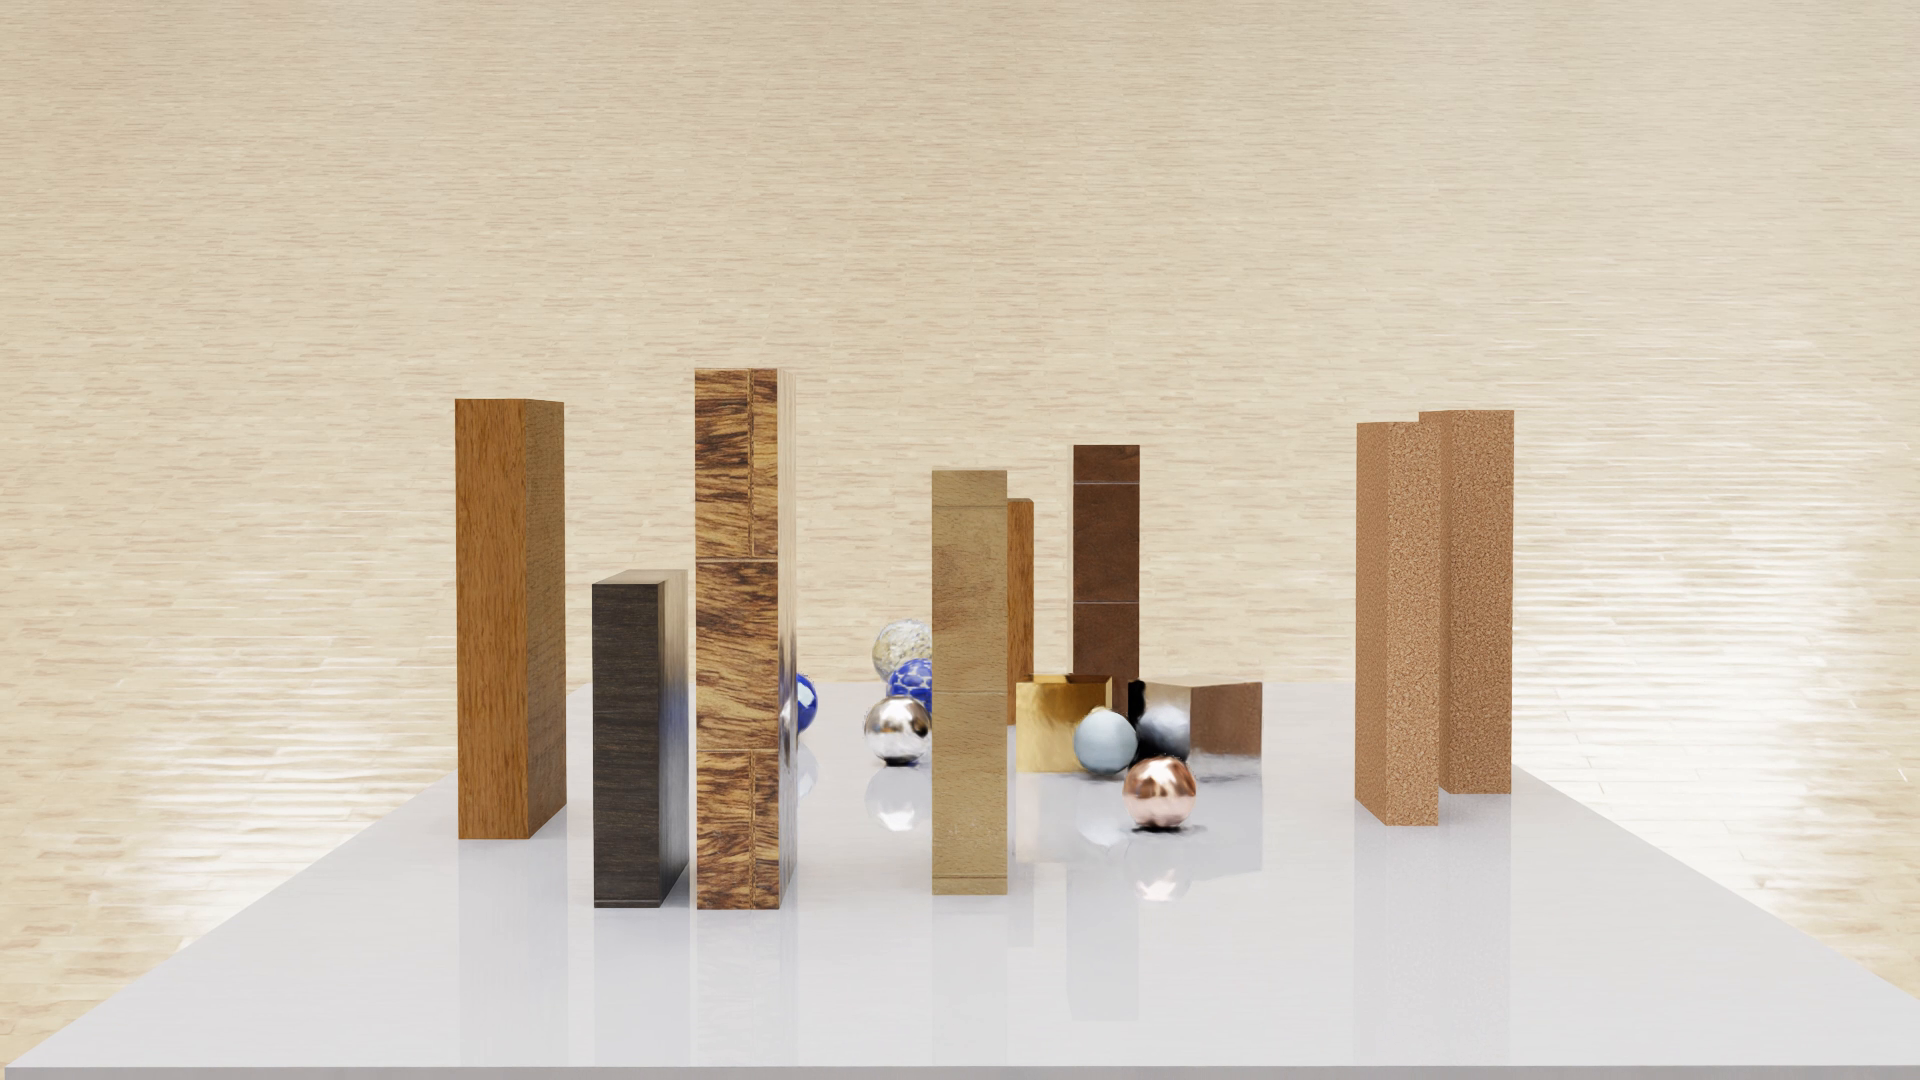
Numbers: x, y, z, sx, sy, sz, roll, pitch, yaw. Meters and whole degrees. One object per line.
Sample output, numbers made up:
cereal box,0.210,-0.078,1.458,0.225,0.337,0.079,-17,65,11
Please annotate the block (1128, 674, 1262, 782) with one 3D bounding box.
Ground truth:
block,0.432,0.346,4.741,0.174,0.174,0.174,-2,3,-36

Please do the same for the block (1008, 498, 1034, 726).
block,0.112,0.152,5.742,0.095,0.483,0.365,0,2,0

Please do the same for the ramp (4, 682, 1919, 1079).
ramp,0.054,0.491,4.542,2.000,0.100,4.000,0,2,0

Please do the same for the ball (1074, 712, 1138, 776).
ball,0.266,0.371,4.701,0.117,0.117,0.117,0,24,0

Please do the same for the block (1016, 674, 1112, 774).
block,0.197,0.345,4.851,0.167,0.167,0.167,0,2,7

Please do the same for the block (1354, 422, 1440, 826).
block,0.722,0.128,4.265,0.083,0.646,0.326,0,2,0

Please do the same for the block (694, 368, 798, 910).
block,-0.292,0.123,3.569,0.108,0.711,0.392,0,2,0

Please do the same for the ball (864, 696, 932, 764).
ball,-0.117,0.361,4.900,0.132,0.132,0.132,0,24,0

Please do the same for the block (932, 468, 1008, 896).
block,0.013,0.186,3.695,0.102,0.576,0.424,0,2,0

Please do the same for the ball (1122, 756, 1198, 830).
ball,0.316,0.400,4.078,0.118,0.118,0.118,0,24,0

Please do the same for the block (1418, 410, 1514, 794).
block,0.907,0.102,4.638,0.107,0.669,0.327,0,2,0

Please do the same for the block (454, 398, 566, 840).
block,-0.722,0.115,4.167,0.108,0.681,0.394,0,2,0

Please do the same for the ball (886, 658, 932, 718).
ball,-0.083,0.328,5.498,0.151,0.151,0.151,0,24,0

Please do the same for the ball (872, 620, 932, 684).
ball,-0.130,0.283,6.353,0.175,0.175,0.175,0,24,0

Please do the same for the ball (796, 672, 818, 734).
ball,-0.364,0.340,5.337,0.140,0.140,0.140,0,24,0

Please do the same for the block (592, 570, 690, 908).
block,-0.441,0.264,3.583,0.087,0.429,0.386,0,2,0

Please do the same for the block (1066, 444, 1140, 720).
block,0.306,0.098,5.540,0.139,0.607,0.303,0,2,0
